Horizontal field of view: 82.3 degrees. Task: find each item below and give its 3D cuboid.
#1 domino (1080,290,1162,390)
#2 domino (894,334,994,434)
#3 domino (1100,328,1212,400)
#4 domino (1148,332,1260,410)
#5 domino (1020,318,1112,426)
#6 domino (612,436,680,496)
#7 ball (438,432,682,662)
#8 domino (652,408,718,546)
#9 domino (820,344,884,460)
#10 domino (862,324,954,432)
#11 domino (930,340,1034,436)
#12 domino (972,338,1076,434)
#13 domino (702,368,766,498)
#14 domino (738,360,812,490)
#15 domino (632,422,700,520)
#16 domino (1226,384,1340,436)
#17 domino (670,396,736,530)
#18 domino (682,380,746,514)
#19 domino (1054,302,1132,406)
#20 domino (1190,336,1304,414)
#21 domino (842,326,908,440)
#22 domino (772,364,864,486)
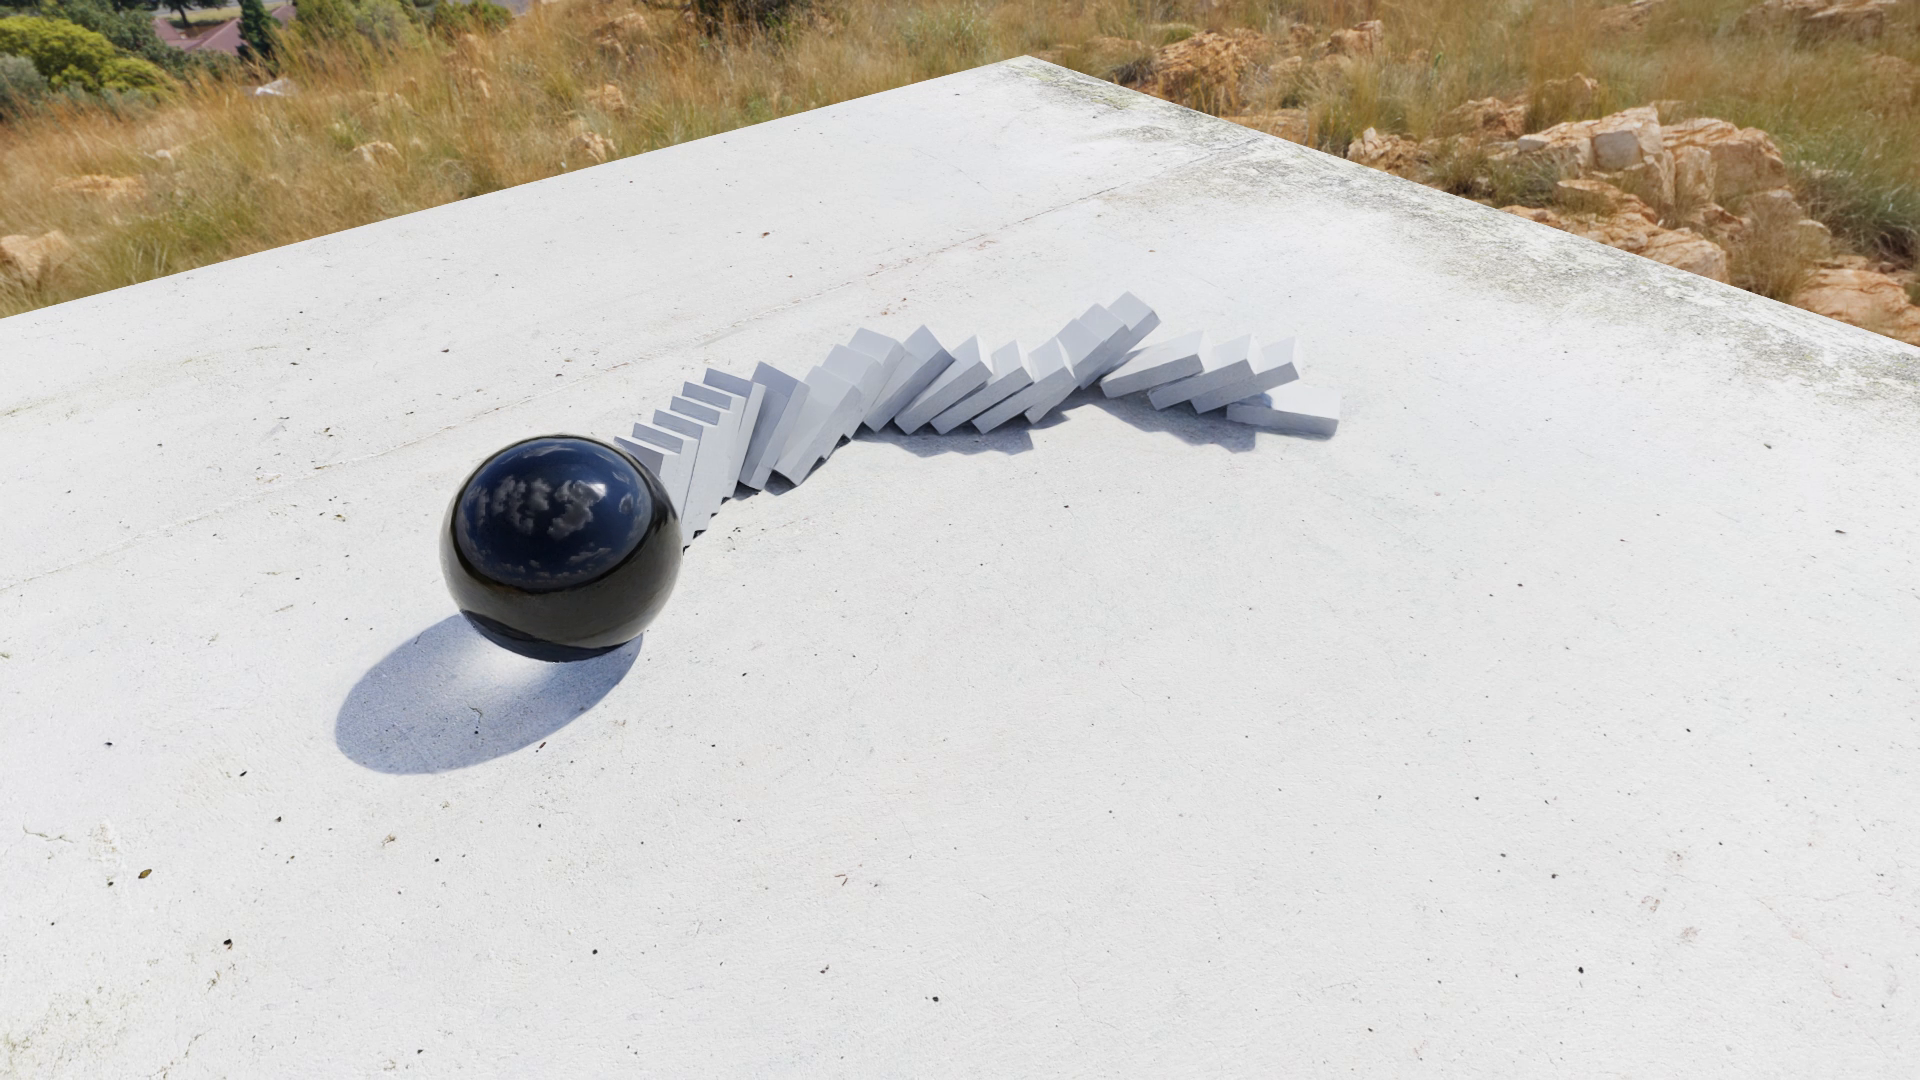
[{"bbox_3d":[0.072,-0.099,0.543,0.050,0.009,0.025,-41,42,4],"label":"domino"},{"bbox_3d":[-0.008,-0.072,0.509,0.050,0.010,0.025,-33,35,20],"label":"domino"},{"bbox_3d":[0.094,-0.084,0.528,0.050,0.010,0.025,-14,31,31],"label":"domino"},{"bbox_3d":[0.115,-0.079,0.520,0.050,0.009,0.025,-18,30,32],"label":"domino"},{"bbox_3d":[0.045,-0.080,0.521,0.050,0.009,0.025,-42,47,3],"label":"domino"},{"bbox_3d":[-0.127,-0.013,0.429,0.025,0.050,0.010,20,11,22],"label":"domino"},{"bbox_3d":[-0.138,0.003,0.385,0.080,0.080,0.080,0,39,0],"label":"ball"},{"bbox_3d":[-0.116,-0.025,0.444,0.025,0.050,0.010,20,11,22],"label":"domino"},{"bbox_3d":[-0.058,-0.063,0.499,0.025,0.010,0.050,25,79,34],"label":"domino"},{"bbox_3d":[-0.028,-0.076,0.513,0.050,0.009,0.025,-42,43,8],"label":"domino"},{"bbox_3d":[0.009,-0.071,0.510,0.050,0.010,0.025,-29,36,17],"label":"domino"},{"bbox_3d":[0.028,-0.072,0.510,0.050,0.010,0.025,-29,38,17],"label":"domino"},{"bbox_3d":[-0.103,-0.046,0.471,0.025,0.050,0.009,20,5,22],"label":"domino"},{"bbox_3d":[-0.086,-0.050,0.477,0.025,0.050,0.010,29,6,31],"label":"domino"},{"bbox_3d":[-0.122,-0.019,0.437,0.025,0.050,0.010,20,11,22],"label":"domino"},{"bbox_3d":[0.153,-0.064,0.521,0.050,0.010,0.025,11,41,13],"label":"domino"},{"bbox_3d":[-0.111,-0.032,0.452,0.025,0.050,0.009,20,11,22],"label":"domino"},{"bbox_3d":[-0.108,-0.039,0.461,0.025,0.050,0.010,20,11,22],"label":"domino"},{"bbox_3d":[0.056,-0.090,0.533,0.050,0.010,0.025,-42,46,3],"label":"domino"},{"bbox_3d":[0.134,-0.077,0.516,0.050,0.010,0.025,-18,29,32],"label":"domino"},{"bbox_3d":[-0.049,-0.073,0.511,0.025,0.009,0.050,25,79,34],"label":"domino"},{"bbox_3d":[-0.068,-0.051,0.485,0.025,0.010,0.050,30,81,31],"label":"domino"}]
